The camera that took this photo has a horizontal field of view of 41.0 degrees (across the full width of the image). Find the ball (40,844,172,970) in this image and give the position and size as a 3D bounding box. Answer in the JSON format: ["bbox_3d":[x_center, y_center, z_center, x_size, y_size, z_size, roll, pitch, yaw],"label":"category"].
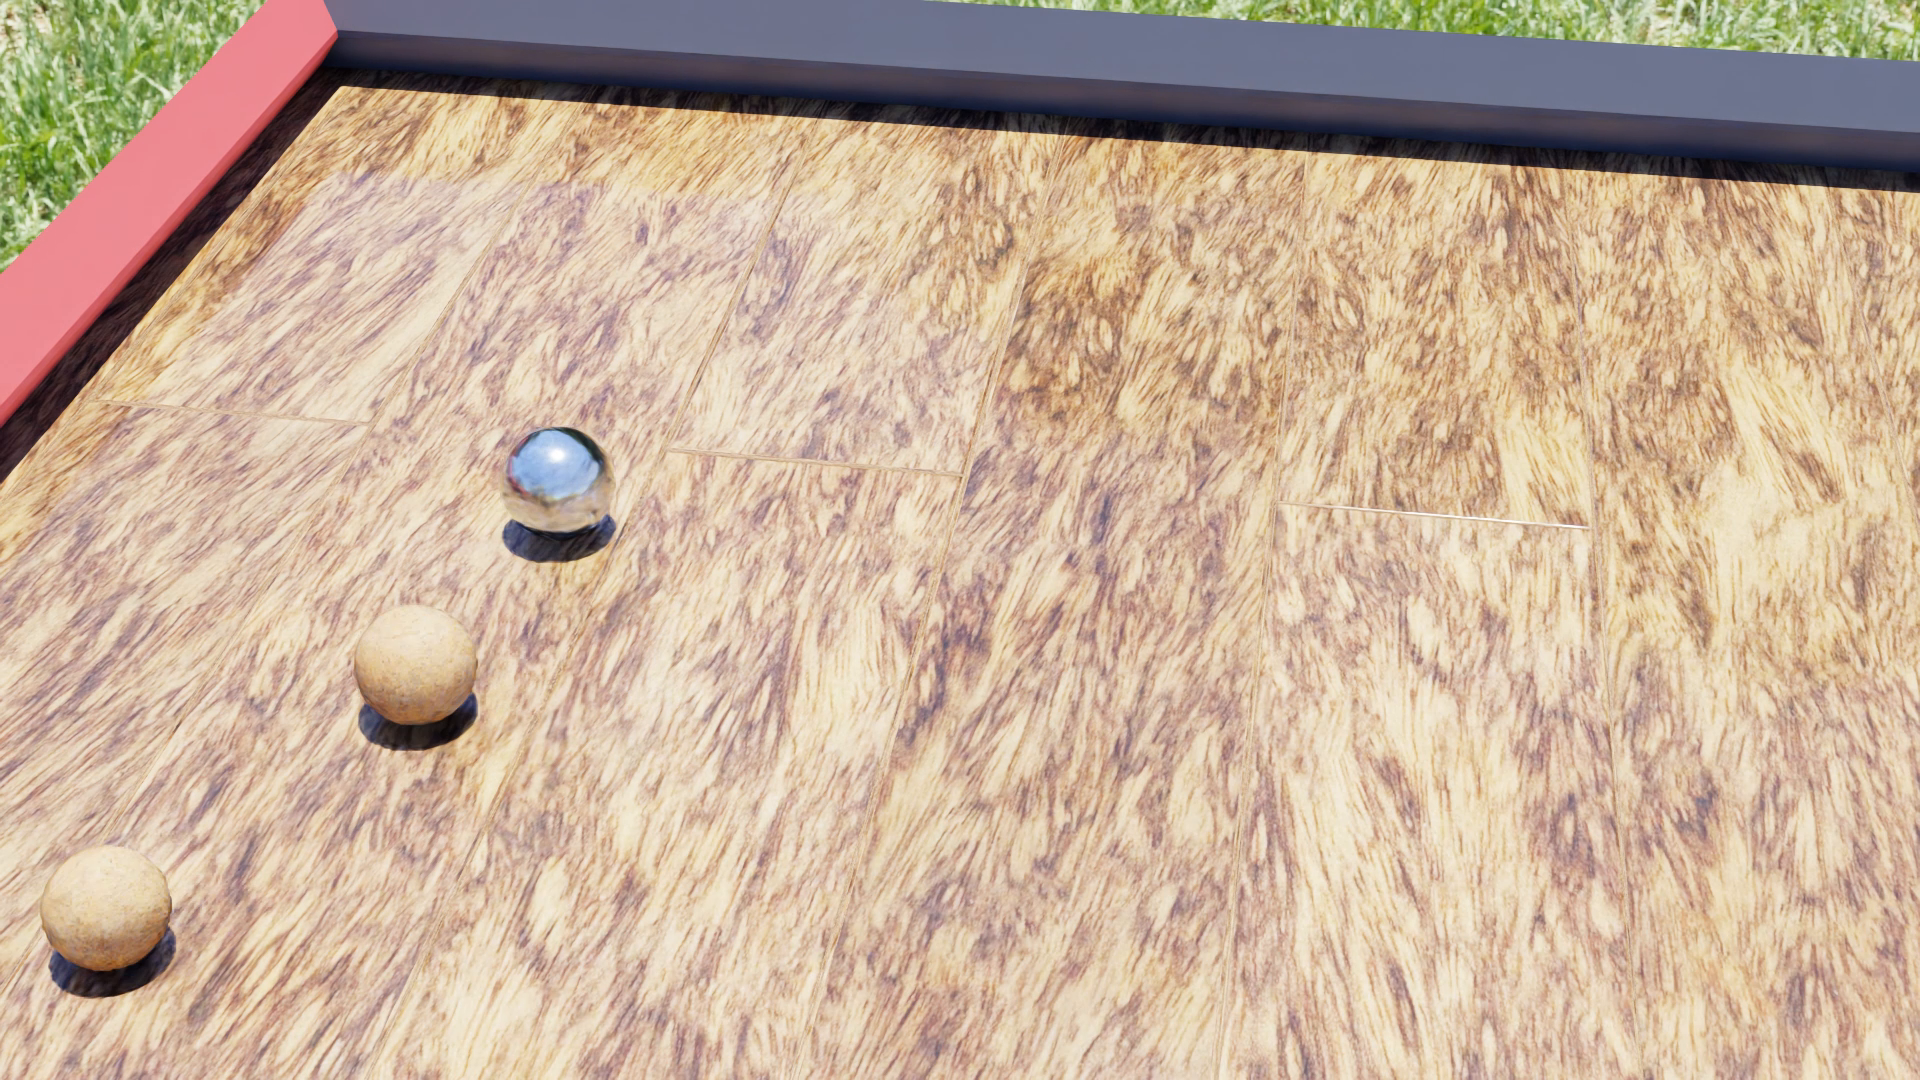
[{"bbox_3d":[-0.531,0.229,1.595,0.078,0.078,0.078,0,34,0],"label":"ball"}]

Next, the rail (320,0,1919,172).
[{"bbox_3d":[0.944,-0.398,2.478,3.306,0.115,0.045,5,35,7],"label":"rail"}]

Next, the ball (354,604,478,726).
[{"bbox_3d":[-0.381,0.087,1.795,0.085,0.085,0.085,0,34,0],"label":"ball"}]

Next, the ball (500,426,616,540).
[{"bbox_3d":[-0.311,-0.044,1.985,0.088,0.088,0.088,0,34,0],"label":"ball"}]

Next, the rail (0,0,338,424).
[{"bbox_3d":[-0.793,-0.083,2.016,0.045,0.115,1.691,5,35,7],"label":"rail"}]
